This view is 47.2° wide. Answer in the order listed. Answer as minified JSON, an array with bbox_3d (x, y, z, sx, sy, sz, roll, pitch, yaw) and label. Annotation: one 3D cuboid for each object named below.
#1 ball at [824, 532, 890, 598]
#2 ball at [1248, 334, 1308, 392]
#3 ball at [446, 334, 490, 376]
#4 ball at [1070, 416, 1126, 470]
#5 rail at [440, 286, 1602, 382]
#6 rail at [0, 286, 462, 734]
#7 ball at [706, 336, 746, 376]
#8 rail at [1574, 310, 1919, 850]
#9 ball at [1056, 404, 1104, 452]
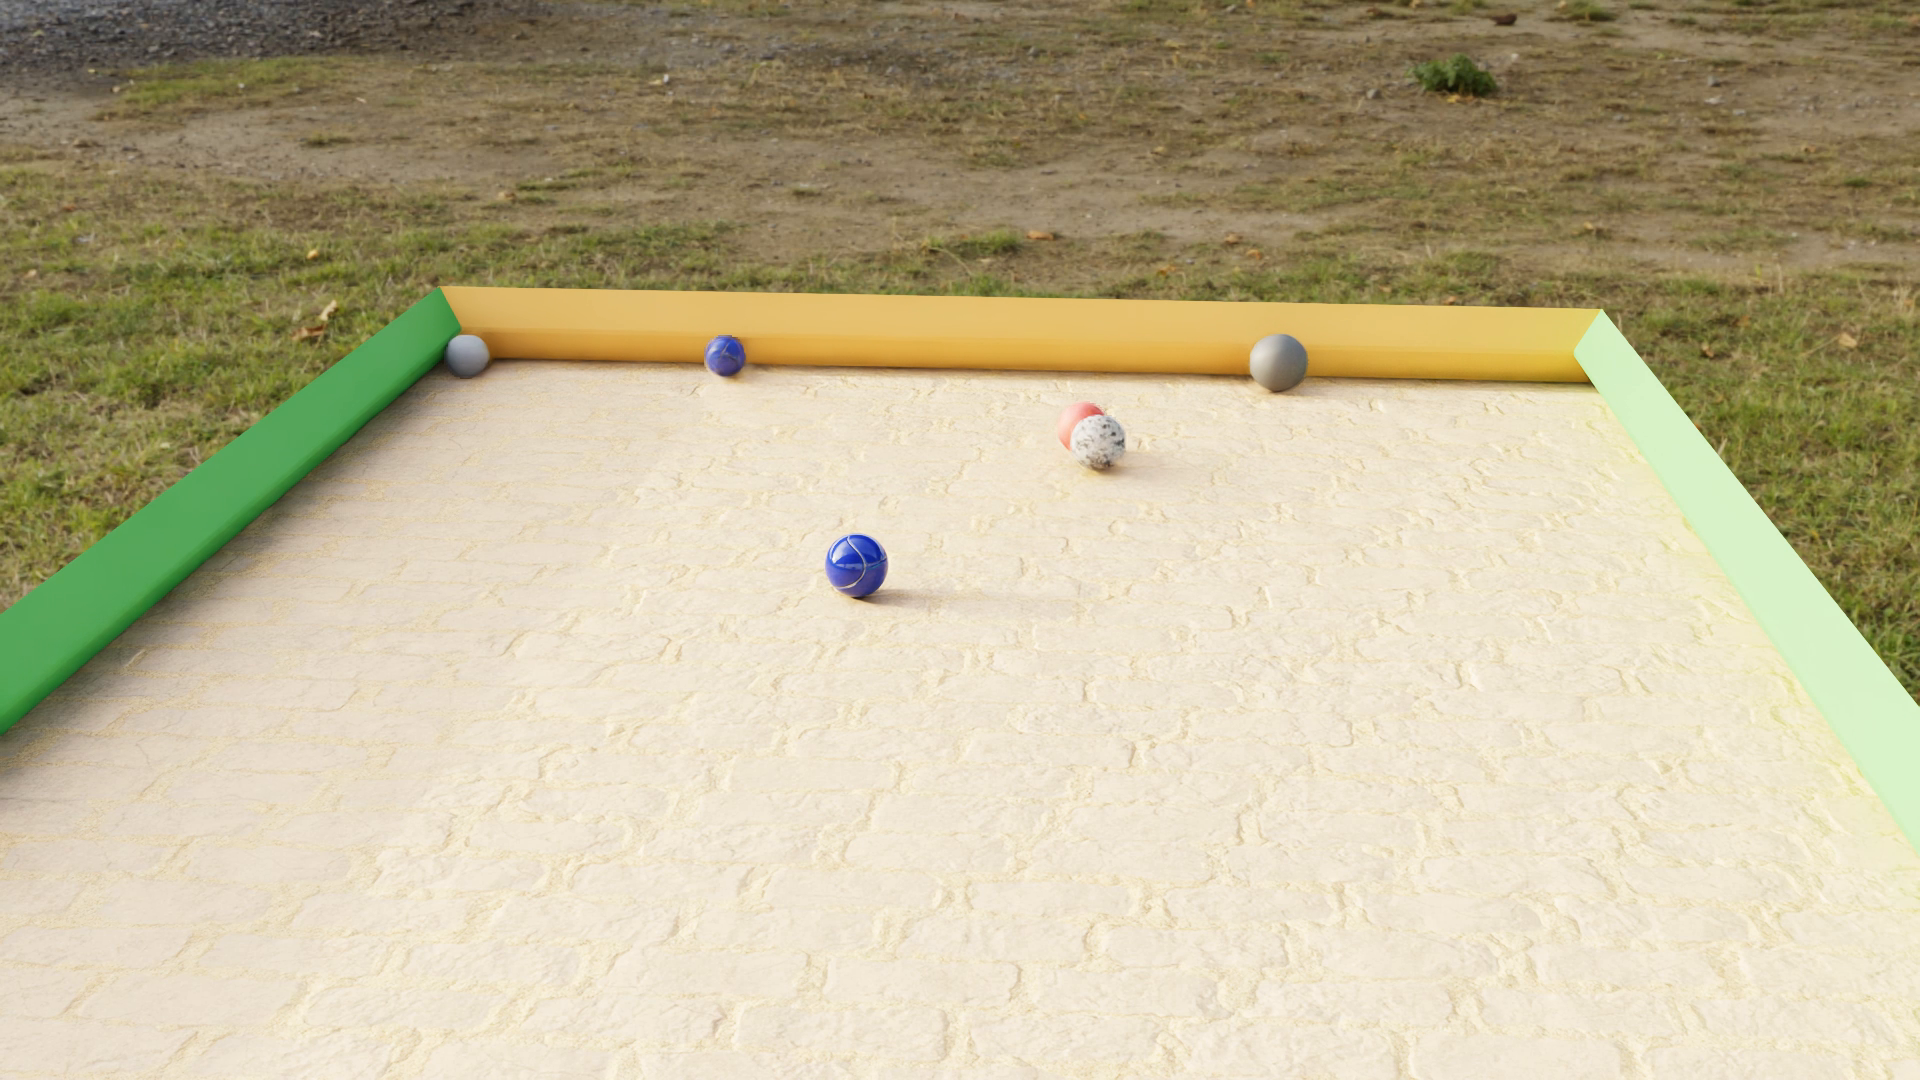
[{"bbox_3d":[-0.116,0.028,2.478,0.073,0.073,0.073,0,20,0],"label":"ball"},{"bbox_3d":[0.473,-0.264,3.273,0.086,0.086,0.086,0,20,0],"label":"ball"},{"bbox_3d":[-0.750,-0.281,3.350,0.066,0.066,0.066,0,20,0],"label":"ball"},{"bbox_3d":[0.183,-0.129,2.914,0.073,0.073,0.073,0,20,0],"label":"ball"},{"bbox_3d":[0.072,-0.310,3.361,1.784,0.112,0.045,2,20,5],"label":"rail"},{"bbox_3d":[-0.940,0.255,1.786,0.045,0.112,3.552,2,20,5],"label":"rail"},{"bbox_3d":[-0.358,-0.279,3.352,0.061,0.061,0.061,0,20,0],"label":"ball"},{"bbox_3d":[0.791,0.304,1.649,0.045,0.112,3.552,2,20,5],"label":"rail"},{"bbox_3d":[0.166,-0.151,2.981,0.070,0.070,0.070,0,20,0],"label":"ball"}]
